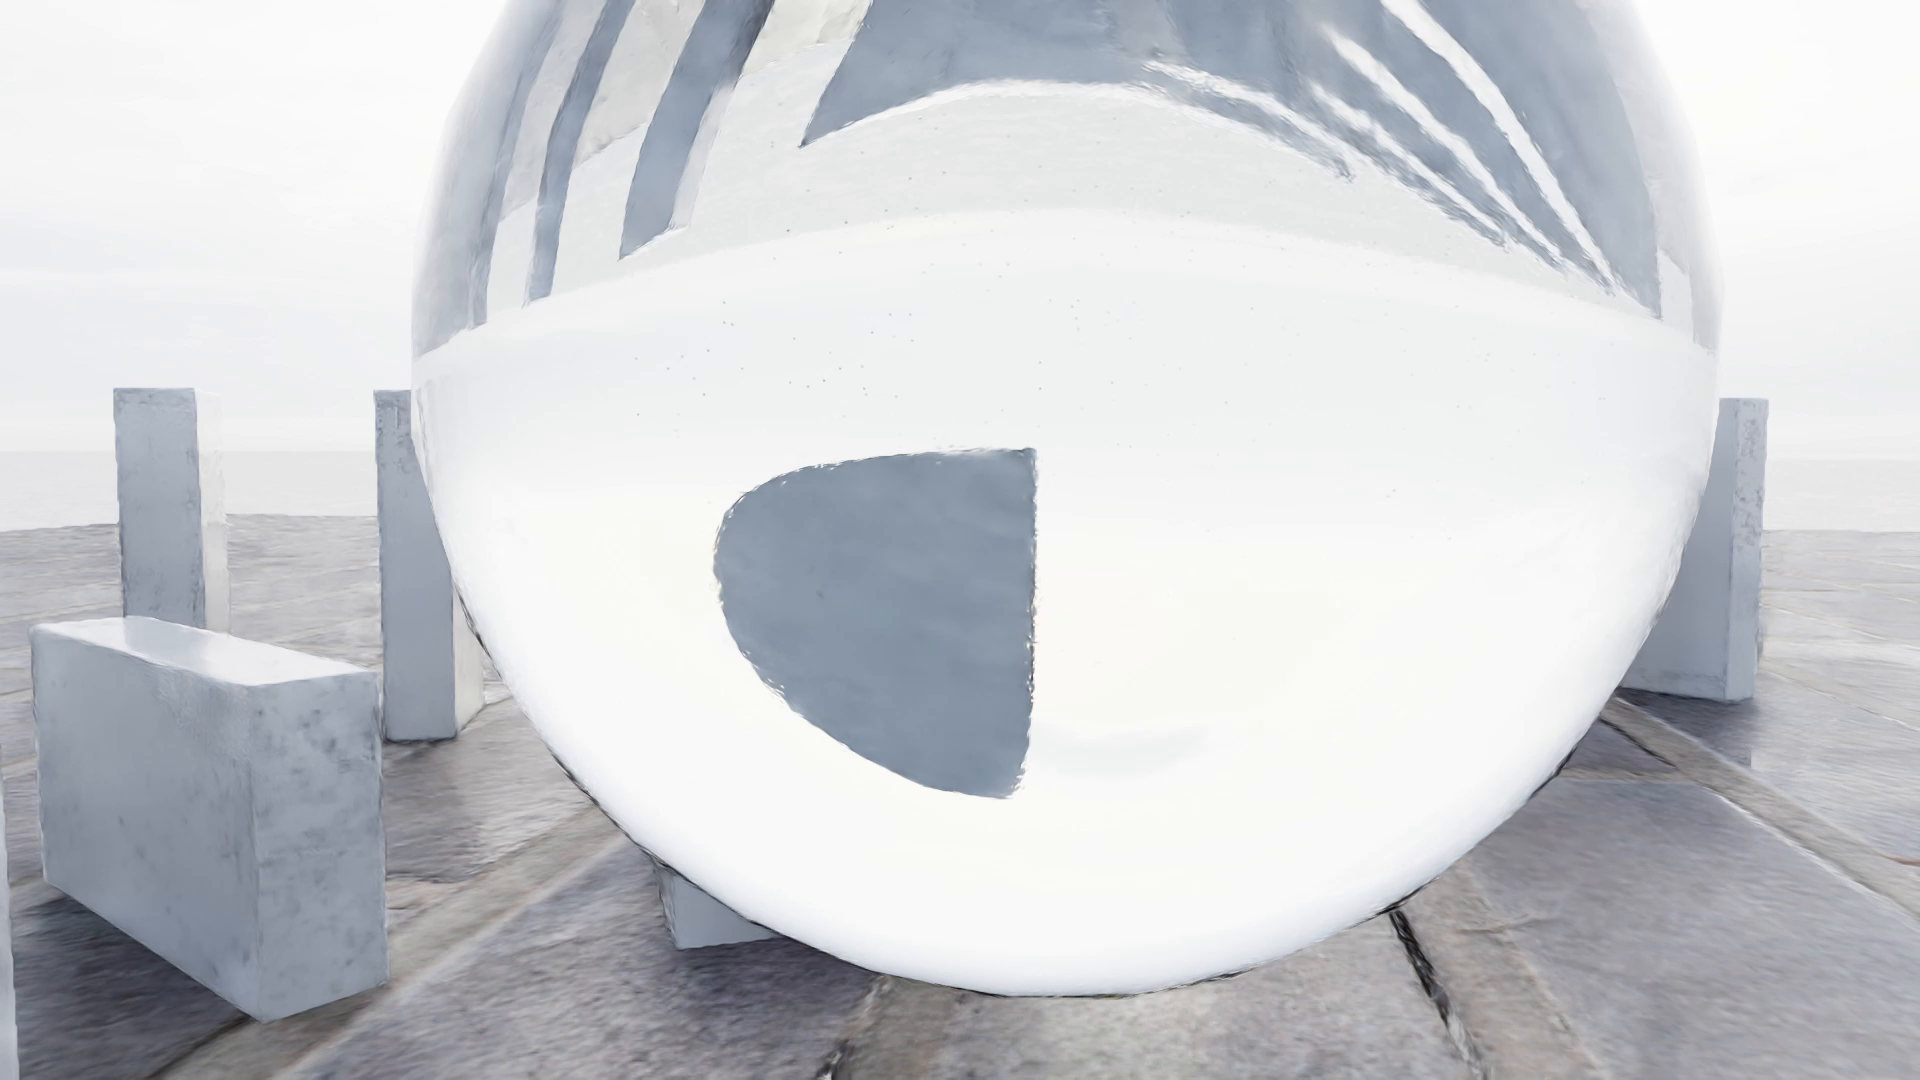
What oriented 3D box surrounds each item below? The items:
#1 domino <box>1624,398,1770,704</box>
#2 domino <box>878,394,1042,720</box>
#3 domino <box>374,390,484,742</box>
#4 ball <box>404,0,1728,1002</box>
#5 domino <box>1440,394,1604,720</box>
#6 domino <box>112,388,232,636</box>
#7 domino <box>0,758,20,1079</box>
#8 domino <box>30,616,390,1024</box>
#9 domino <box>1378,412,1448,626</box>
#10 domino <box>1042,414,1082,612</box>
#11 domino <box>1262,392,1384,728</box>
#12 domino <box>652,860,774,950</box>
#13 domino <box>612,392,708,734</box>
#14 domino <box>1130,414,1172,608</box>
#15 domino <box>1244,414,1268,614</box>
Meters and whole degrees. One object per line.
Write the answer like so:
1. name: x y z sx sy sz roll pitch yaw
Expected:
1. domino: 0.123 0.001 0.221 0.009 0.050 0.025 -3 5 -32
2. domino: 0.000 0.002 0.201 0.025 0.050 0.010 0 4 0
3. domino: -0.080 0.003 0.195 0.010 0.050 0.025 -1 4 -11
4. ball: 0.006 -0.011 0.087 0.080 0.080 0.080 0 4 0
5. domino: 0.091 0.002 0.209 0.010 0.050 0.025 -1 4 -14
6. domino: -0.113 0.004 0.185 0.010 0.050 0.025 -2 5 -23
7. domino: -0.062 0.013 0.061 0.010 0.050 0.025 1 4 17
8. domino: -0.068 0.022 0.113 0.050 0.025 0.010 4 6 39
9. domino: 0.109 -0.006 0.309 0.025 0.050 0.009 -4 6 -44
10. domino: 0.019 -0.007 0.334 0.010 0.050 0.025 -4 6 -44
11. domino: 0.057 0.002 0.204 0.009 0.050 0.025 0 4 -4
12. domino: -0.020 0.028 0.135 0.025 0.010 0.050 -1 5 -18
13. domino: -0.046 0.003 0.199 0.009 0.050 0.025 0 4 -3
14. domino: 0.051 -0.008 0.343 0.010 0.050 0.025 0 4 6
15. domino: 0.083 -0.007 0.330 0.010 0.050 0.025 3 5 32
